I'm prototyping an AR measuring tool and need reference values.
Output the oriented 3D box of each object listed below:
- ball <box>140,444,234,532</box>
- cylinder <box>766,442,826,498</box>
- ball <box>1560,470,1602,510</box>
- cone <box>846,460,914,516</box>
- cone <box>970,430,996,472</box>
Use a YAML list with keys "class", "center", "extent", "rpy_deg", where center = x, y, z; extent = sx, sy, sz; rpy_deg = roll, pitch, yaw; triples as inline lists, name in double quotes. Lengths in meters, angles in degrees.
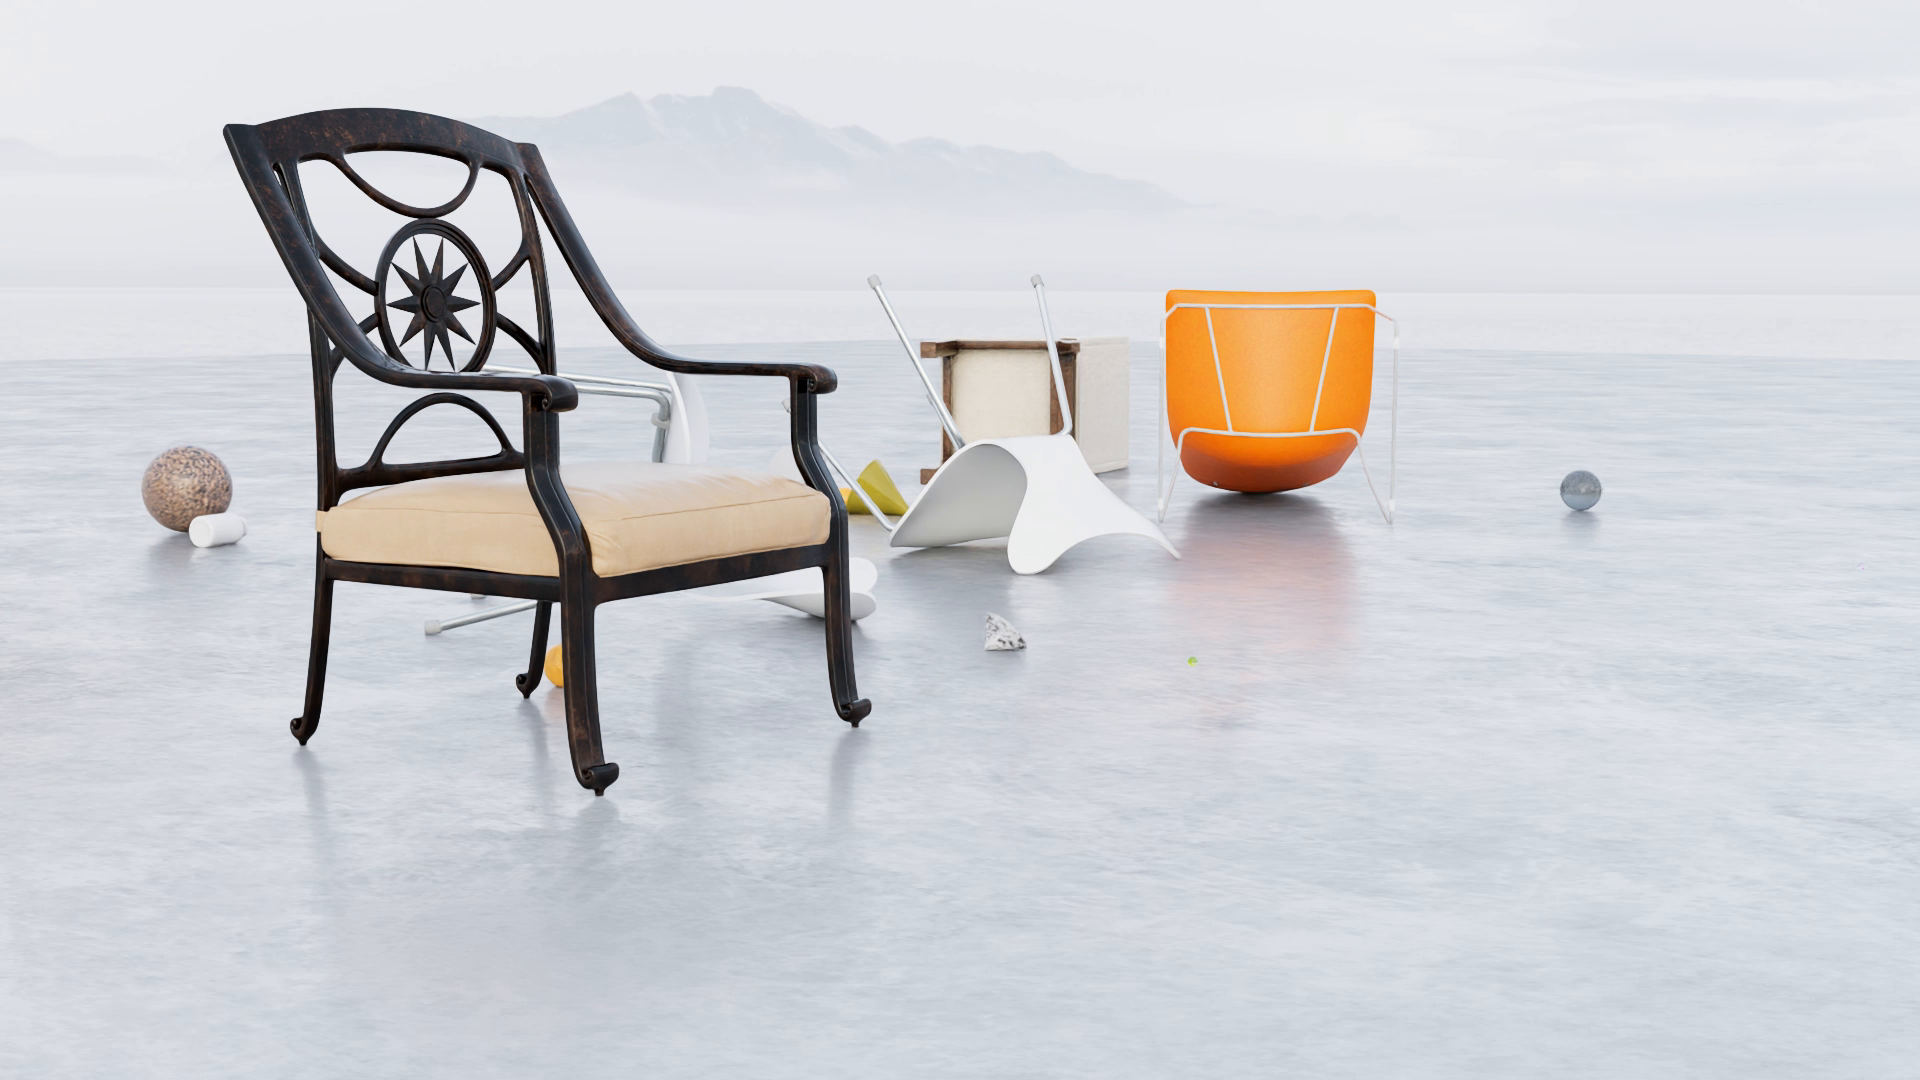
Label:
- class: "ball"
  center: [-1.983, -0.132, 6.582]
  extent: [0.227, 0.227, 0.227]
  rpy_deg: [0, 6, 0]
- class: "cylinder"
  center: [-0.490, -0.211, 7.686]
  extent: [0.144, 0.172, 0.134]
  rpy_deg: [45, 9, 1]
- class: "ball"
  center: [1.744, -0.140, 7.205]
  extent: [0.116, 0.116, 0.116]
  rpy_deg: [0, 6, 0]
- class: "cone"
  center: [-0.196, -0.107, 7.078]
  extent: [0.169, 0.171, 0.177]
  rpy_deg: [30, -24, 14]
- class: "cone"
  center: [0.077, -0.307, 8.704]
  extent: [0.092, 0.142, 0.074]
  rpy_deg: [2, 6, 15]
